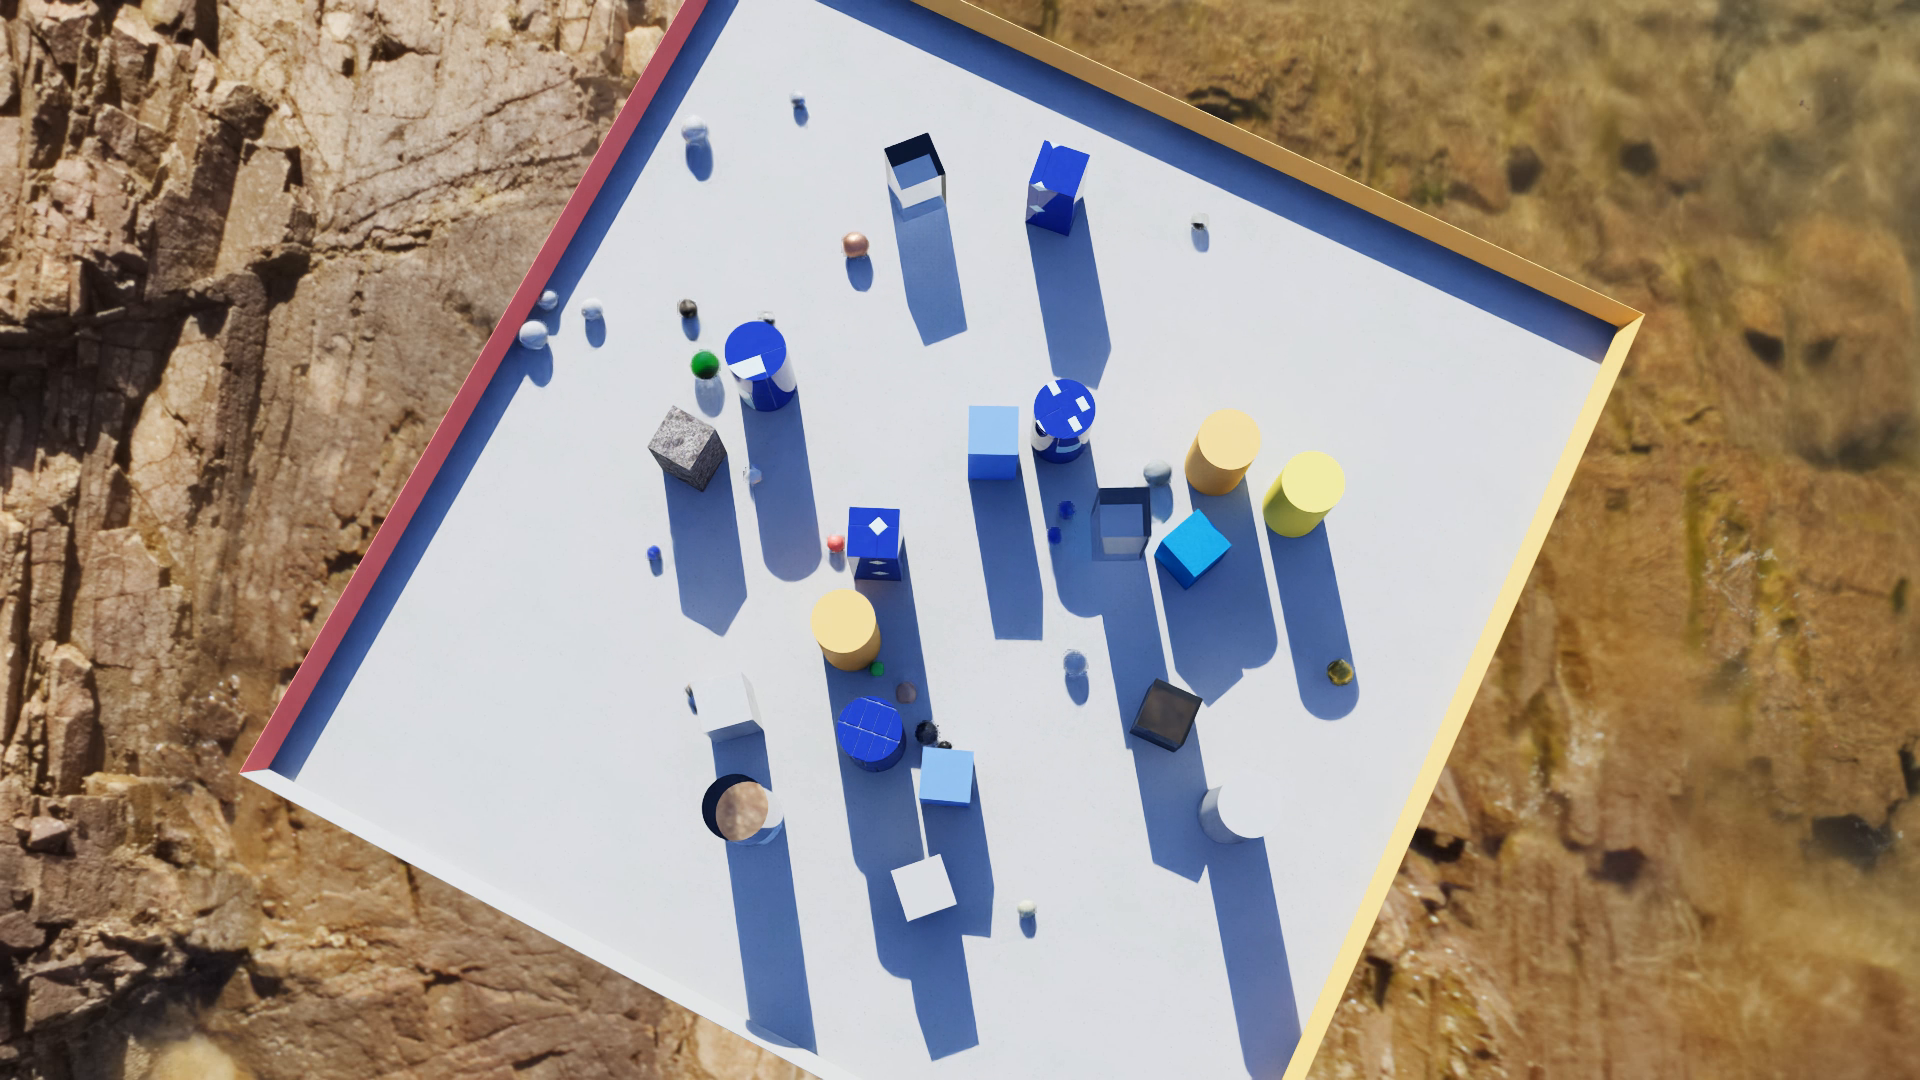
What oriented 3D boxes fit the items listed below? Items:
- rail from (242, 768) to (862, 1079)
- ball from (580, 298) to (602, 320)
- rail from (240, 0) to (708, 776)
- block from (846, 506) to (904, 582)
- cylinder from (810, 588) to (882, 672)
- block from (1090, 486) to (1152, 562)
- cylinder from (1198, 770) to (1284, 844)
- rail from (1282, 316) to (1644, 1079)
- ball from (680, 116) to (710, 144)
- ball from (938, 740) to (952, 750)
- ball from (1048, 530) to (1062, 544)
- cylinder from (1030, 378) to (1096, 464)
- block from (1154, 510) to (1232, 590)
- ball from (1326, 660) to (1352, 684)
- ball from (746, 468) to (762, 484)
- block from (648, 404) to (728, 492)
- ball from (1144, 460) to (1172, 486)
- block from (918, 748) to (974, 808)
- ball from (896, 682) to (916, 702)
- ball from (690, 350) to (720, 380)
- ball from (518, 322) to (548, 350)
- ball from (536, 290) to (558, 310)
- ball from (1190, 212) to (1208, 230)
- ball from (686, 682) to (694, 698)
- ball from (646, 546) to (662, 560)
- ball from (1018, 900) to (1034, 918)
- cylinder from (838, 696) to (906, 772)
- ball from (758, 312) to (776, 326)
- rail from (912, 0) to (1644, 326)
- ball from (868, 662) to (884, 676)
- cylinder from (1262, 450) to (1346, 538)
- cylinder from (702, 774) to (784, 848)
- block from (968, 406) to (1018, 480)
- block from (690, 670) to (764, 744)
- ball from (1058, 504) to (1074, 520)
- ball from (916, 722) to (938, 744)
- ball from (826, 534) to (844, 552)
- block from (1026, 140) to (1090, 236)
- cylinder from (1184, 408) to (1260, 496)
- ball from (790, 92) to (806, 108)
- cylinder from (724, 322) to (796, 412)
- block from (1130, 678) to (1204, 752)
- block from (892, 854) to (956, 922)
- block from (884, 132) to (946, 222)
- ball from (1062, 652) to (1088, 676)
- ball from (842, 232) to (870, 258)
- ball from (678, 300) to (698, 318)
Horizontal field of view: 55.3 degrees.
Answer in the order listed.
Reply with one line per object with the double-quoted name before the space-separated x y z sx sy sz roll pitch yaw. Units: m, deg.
"rail" -0.692 1.363 5.273 3.142 0.119 0.045 26 80 5
"ball" -1.153 -0.721 5.730 0.068 0.068 0.068 0 78 0
"rail" -1.384 -0.671 5.693 0.045 0.119 3.144 26 80 5
"block" -0.248 0.015 5.429 0.146 0.360 0.146 2 78 0
"cylinder" -0.330 0.268 5.360 0.183 0.394 0.183 0 78 0
"block" 0.475 -0.044 5.441 0.146 0.361 0.146 -1 78 0
"cylinder" 0.797 0.768 5.233 0.183 0.439 0.183 0 78 0
"rail" 1.384 0.684 5.413 0.045 0.119 3.144 26 80 5
"ball" -0.845 -1.305 5.840 0.090 0.090 0.090 0 78 0
"ball" -0.044 0.621 5.466 0.044 0.044 0.044 0 78 0
"ball" 0.289 -0.008 5.595 0.044 0.044 0.044 0 78 0
"cylinder" 0.308 -0.355 5.535 0.183 0.304 0.183 0 78 0
"block" 0.695 0.031 5.494 0.146 0.226 0.146 -40 81 -8
"ball" 1.139 0.396 5.496 0.075 0.075 0.075 0 78 0
"ball" -0.633 -0.196 5.631 0.050 0.050 0.050 0 78 0
"block" -0.820 -0.272 5.527 0.146 0.285 0.146 29 80 6
"ball" 0.605 -0.206 5.615 0.085 0.085 0.085 0 78 0
"block" -0.039 0.695 5.351 0.146 0.239 0.146 5 78 1
"ball" -0.161 0.456 5.490 0.063 0.063 0.063 0 78 0
"ball" -0.791 -0.541 5.681 0.091 0.091 0.091 0 78 0
"ball" -1.327 -0.636 5.702 0.090 0.090 0.090 0 78 0
"ball" -1.293 -0.751 5.740 0.062 0.062 0.062 0 78 0
"ball" 0.757 -1.008 5.795 0.058 0.058 0.058 0 78 0
"ball" -0.800 0.448 5.500 0.046 0.046 0.046 0 78 0
"ball" -0.933 0.039 5.586 0.043 0.043 0.043 0 78 0
"ball" 0.194 1.080 5.367 0.051 0.051 0.051 0 78 0
"cylinder" -0.252 0.566 5.305 0.183 0.380 0.183 0 78 0
"ball" -0.604 -0.689 5.731 0.054 0.054 0.054 0 78 0
"rail" 0.692 -1.350 5.834 3.142 0.119 0.045 26 80 5
"ball" -0.251 0.388 5.512 0.047 0.047 0.047 0 78 0
"cylinder" 1.020 -0.133 5.463 0.183 0.355 0.183 0 78 0
"cylinder" -0.616 0.776 5.229 0.183 0.444 0.183 0 78 0
"block" 0.098 -0.290 5.515 0.146 0.315 0.146 1 78 0
"block" -0.678 0.490 5.361 0.146 0.303 0.146 -15 79 -3
"ball" 0.326 -0.087 5.609 0.049 0.049 0.049 0 78 0
"ball" -0.099 0.576 5.462 0.068 0.068 0.068 0 78 0
"ball" -0.380 0.009 5.588 0.053 0.053 0.053 0 78 0
"block" 0.300 -1.086 5.678 0.146 0.320 0.146 19 79 4
"cylinder" 0.785 -0.259 5.497 0.183 0.339 0.183 0 78 0
"ball" -0.519 -1.414 5.884 0.048 0.048 0.048 0 78 0
"cylinder" -0.601 -0.522 5.551 0.183 0.339 0.183 0 78 0
"block" 0.603 0.518 5.385 0.146 0.244 0.146 24 79 5
"block" -0.102 1.004 5.280 0.146 0.252 0.146 -19 79 -4
"block" -0.138 -1.129 5.716 0.146 0.261 0.146 -21 79 -4
"ball" 0.345 0.370 5.503 0.072 0.072 0.072 0 78 0
"ball" -0.328 -0.928 5.765 0.084 0.084 0.084 0 78 0
"ball" -0.852 -0.723 5.736 0.058 0.058 0.058 0 78 0
